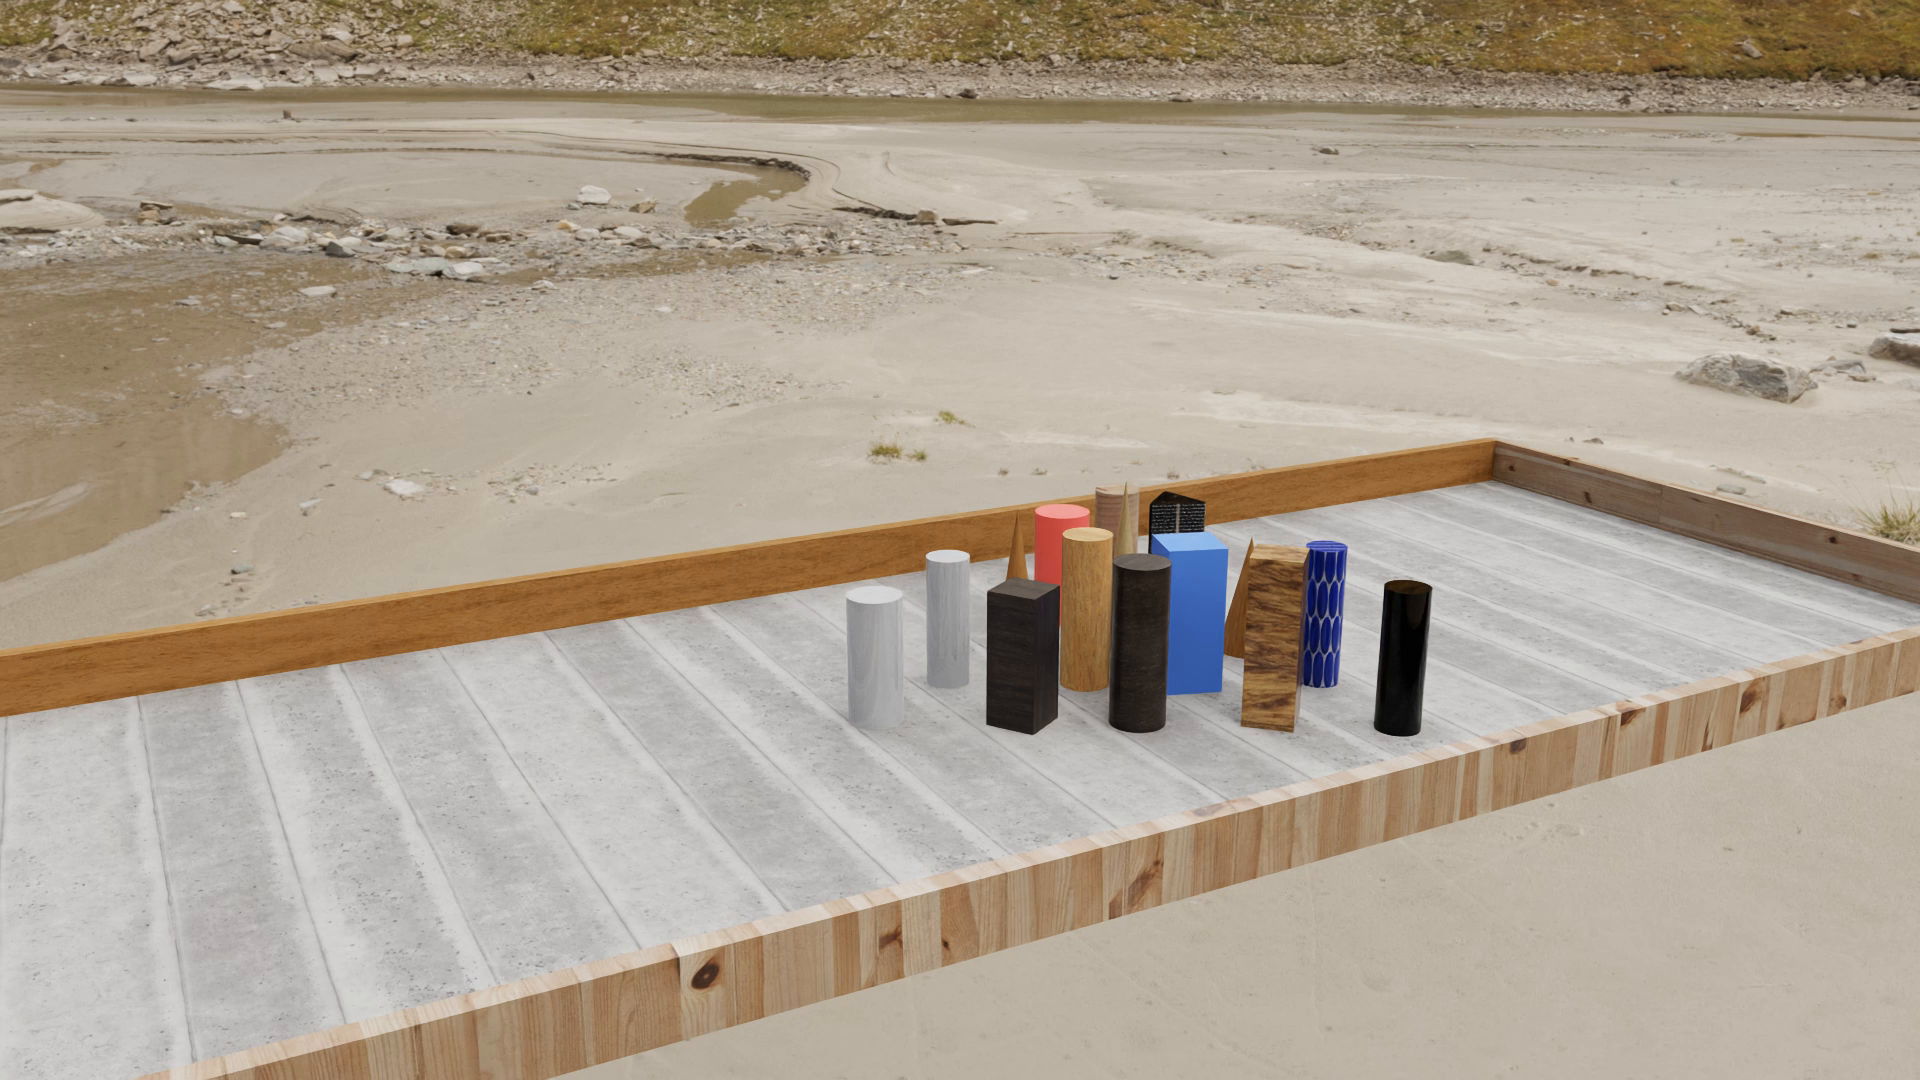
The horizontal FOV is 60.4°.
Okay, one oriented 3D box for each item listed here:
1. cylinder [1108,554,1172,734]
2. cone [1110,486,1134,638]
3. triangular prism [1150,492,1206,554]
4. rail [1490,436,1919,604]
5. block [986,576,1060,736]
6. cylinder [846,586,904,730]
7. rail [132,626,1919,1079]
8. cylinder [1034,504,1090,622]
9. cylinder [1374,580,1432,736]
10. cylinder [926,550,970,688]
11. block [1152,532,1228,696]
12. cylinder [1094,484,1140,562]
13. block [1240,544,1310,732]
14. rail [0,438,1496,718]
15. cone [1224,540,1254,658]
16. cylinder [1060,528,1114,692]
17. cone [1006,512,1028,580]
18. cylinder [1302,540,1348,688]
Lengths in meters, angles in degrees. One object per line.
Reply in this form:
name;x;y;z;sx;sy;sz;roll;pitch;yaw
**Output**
cylinder;0.418;0.240;3.837;0.134;0.396;0.134;0;16;0
cone;0.429;0.063;4.327;0.116;0.460;0.116;0;16;0
triangular prism;0.581;0.049;4.575;0.154;0.346;0.133;-2;17;-8
rail;2.466;-0.048;5.253;0.050;0.150;2.100;-9;18;-27
block;0.147;0.269;3.851;0.125;0.331;0.125;9;19;29
cylinder;-0.198;0.276;3.866;0.132;0.311;0.132;0;16;0
rail;-2.336;1.006;1.665;12.000;0.150;0.050;-9;18;-27
cylinder;0.282;0.069;4.576;0.150;0.307;0.150;0;16;0
cylinder;1.023;0.273;3.811;0.108;0.346;0.108;0;16;0
cylinder;-0.030;0.197;4.104;0.108;0.328;0.108;0;16;0
block;0.562;0.181;4.083;0.147;0.370;0.147;-3;17;-9
cylinder;0.456;-0.002;4.822;0.129;0.304;0.129;0;16;0
block;0.735;0.228;3.847;0.122;0.413;0.122;5;17;17
rail;-3.305;0.497;3.399;12.000;0.150;0.050;-9;18;-27
cone;0.758;0.139;4.327;0.149;0.312;0.149;0;16;0
cylinder;0.312;0.172;4.083;0.124;0.388;0.124;0;16;0
cone;0.151;0.097;4.349;0.114;0.381;0.114;0;16;0
cylinder;0.901;0.185;4.100;0.101;0.353;0.101;0;16;0
